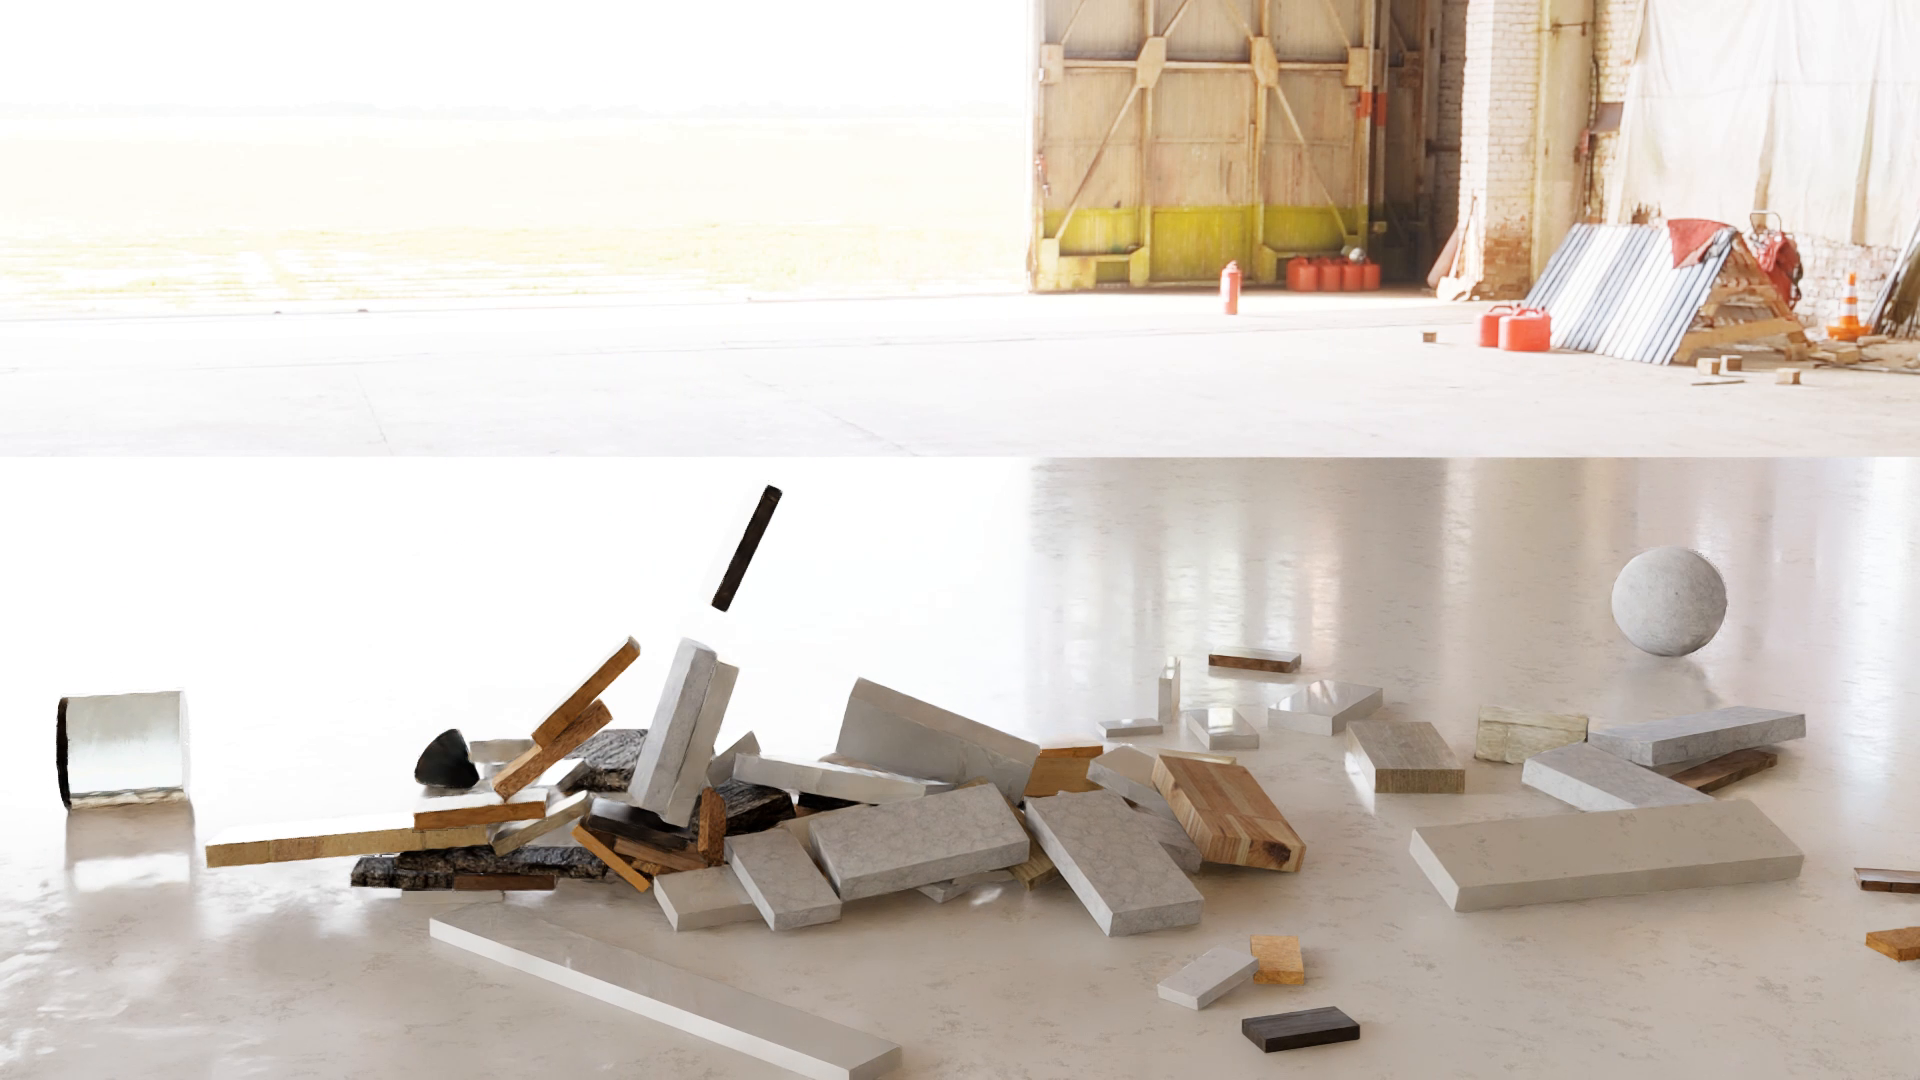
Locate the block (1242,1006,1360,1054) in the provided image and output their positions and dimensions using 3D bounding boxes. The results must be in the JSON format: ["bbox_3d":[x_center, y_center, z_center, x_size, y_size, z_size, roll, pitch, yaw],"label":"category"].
[{"bbox_3d":[0.479,0.687,3.089,0.147,0.021,0.073,-4,11,-19],"label":"block"}]

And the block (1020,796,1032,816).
[{"bbox_3d":[0.185,0.519,3.866,0.131,0.037,0.263,8,12,-8],"label":"block"}]

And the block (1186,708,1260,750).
[{"bbox_3d":[0.551,0.397,4.627,0.106,0.030,0.212,-1,11,-7],"label":"block"}]

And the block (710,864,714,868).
[{"bbox_3d":[-0.378,0.567,3.670,0.091,0.013,0.045,21,10,-4],"label":"block"}]

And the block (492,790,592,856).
[{"bbox_3d":[-0.691,0.469,3.643,0.167,0.024,0.083,-26,7,-5],"label":"block"}]

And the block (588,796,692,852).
[{"bbox_3d":[-0.532,0.471,3.654,0.166,0.024,0.083,15,11,-7],"label":"block"}]

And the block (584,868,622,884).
[{"bbox_3d":[-0.595,0.551,3.768,0.059,0.017,0.118,1,22,14],"label":"block"}]

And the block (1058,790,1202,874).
[{"bbox_3d":[0.292,0.507,3.835,0.263,0.037,0.131,15,12,3],"label":"block"}]

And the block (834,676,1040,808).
[{"bbox_3d":[-0.043,0.371,3.922,0.345,0.172,0.049,21,49,4],"label":"block"}]

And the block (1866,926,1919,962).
[{"bbox_3d":[1.495,0.626,3.420,0.147,0.021,0.073,-3,11,-17],"label":"block"}]

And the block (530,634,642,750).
[{"bbox_3d":[-0.616,0.248,3.631,0.221,0.031,0.110,-44,8,-1],"label":"block"}]

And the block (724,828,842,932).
[{"bbox_3d":[-0.291,0.550,3.580,0.115,0.033,0.229,-5,27,-26],"label":"block"}]

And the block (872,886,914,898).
[{"bbox_3d":[-0.155,0.541,3.730,0.085,0.024,0.170,-8,30,-34],"label":"block"}]

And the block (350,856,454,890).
[{"bbox_3d":[-0.921,0.553,3.651,0.164,0.023,0.082,2,11,-4],"label":"block"}]

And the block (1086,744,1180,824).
[{"bbox_3d":[0.380,0.462,4.068,0.263,0.037,0.131,24,21,27],"label":"block"}]

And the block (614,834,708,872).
[{"bbox_3d":[-0.496,0.513,3.648,0.154,0.022,0.077,18,11,-12],"label":"block"}]

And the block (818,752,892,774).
[{"bbox_3d":[-0.135,0.443,4.113,0.236,0.033,0.118,15,13,26],"label":"block"}]

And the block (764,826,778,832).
[{"bbox_3d":[-0.344,0.520,3.843,0.102,0.029,0.204,-22,14,-32],"label":"block"}]

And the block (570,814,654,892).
[{"bbox_3d":[-0.573,0.518,3.651,0.154,0.022,0.077,40,8,-4],"label":"block"}]

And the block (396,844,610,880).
[{"bbox_3d":[-0.755,0.532,3.657,0.342,0.024,0.083,2,12,2],"label":"block"}]

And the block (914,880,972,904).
[{"bbox_3d":[-0.070,0.547,3.691,0.170,0.024,0.085,28,24,29],"label":"block"}]

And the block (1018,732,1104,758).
[{"bbox_3d":[0.172,0.411,4.329,0.200,0.028,0.100,-2,11,-13],"label":"block"}]

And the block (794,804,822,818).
[{"bbox_3d":[-0.353,0.512,4.012,0.204,0.029,0.102,-1,11,-5],"label":"block"}]

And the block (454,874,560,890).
[{"bbox_3d":[-0.750,0.557,3.652,0.164,0.023,0.082,0,10,-2],"label":"block"}]

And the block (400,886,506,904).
[{"bbox_3d":[-0.840,0.579,3.662,0.164,0.023,0.082,-1,11,-4],"label":"block"}]

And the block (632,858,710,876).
[{"bbox_3d":[-0.466,0.550,3.661,0.154,0.022,0.077,23,10,-4],"label":"block"}]

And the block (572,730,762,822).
[{"bbox_3d":[-0.539,0.430,4.014,0.330,0.047,0.165,-16,12,32],"label":"block"}]

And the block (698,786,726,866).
[{"bbox_3d":[-0.413,0.478,3.671,0.017,0.118,0.059,-14,-38,17],"label":"block"}]

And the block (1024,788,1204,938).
[{"bbox_3d":[0.250,0.527,3.625,0.165,0.047,0.330,-5,28,-23],"label":"block"}]

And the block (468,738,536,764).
[{"bbox_3d":[-0.868,0.411,4.288,0.146,0.041,0.292,-2,-6,-7],"label":"block"}]

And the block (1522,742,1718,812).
[{"bbox_3d":[1.230,0.469,4.046,0.173,0.049,0.346,-9,22,-39],"label":"block"}]

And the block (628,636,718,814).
[{"bbox_3d":[-0.481,0.307,3.677,0.040,0.279,0.140,19,-1,-18],"label":"block"}]

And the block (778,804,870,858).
[{"bbox_3d":[-0.216,0.497,3.743,0.170,0.024,0.085,-9,31,-27],"label":"block"}]

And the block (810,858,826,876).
[{"bbox_3d":[-0.222,0.546,3.828,0.102,0.029,0.204,-7,12,-32],"label":"block"}]

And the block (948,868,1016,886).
[{"bbox_3d":[0.029,0.547,3.701,0.146,0.021,0.073,1,25,-36],"label":"block"}]
